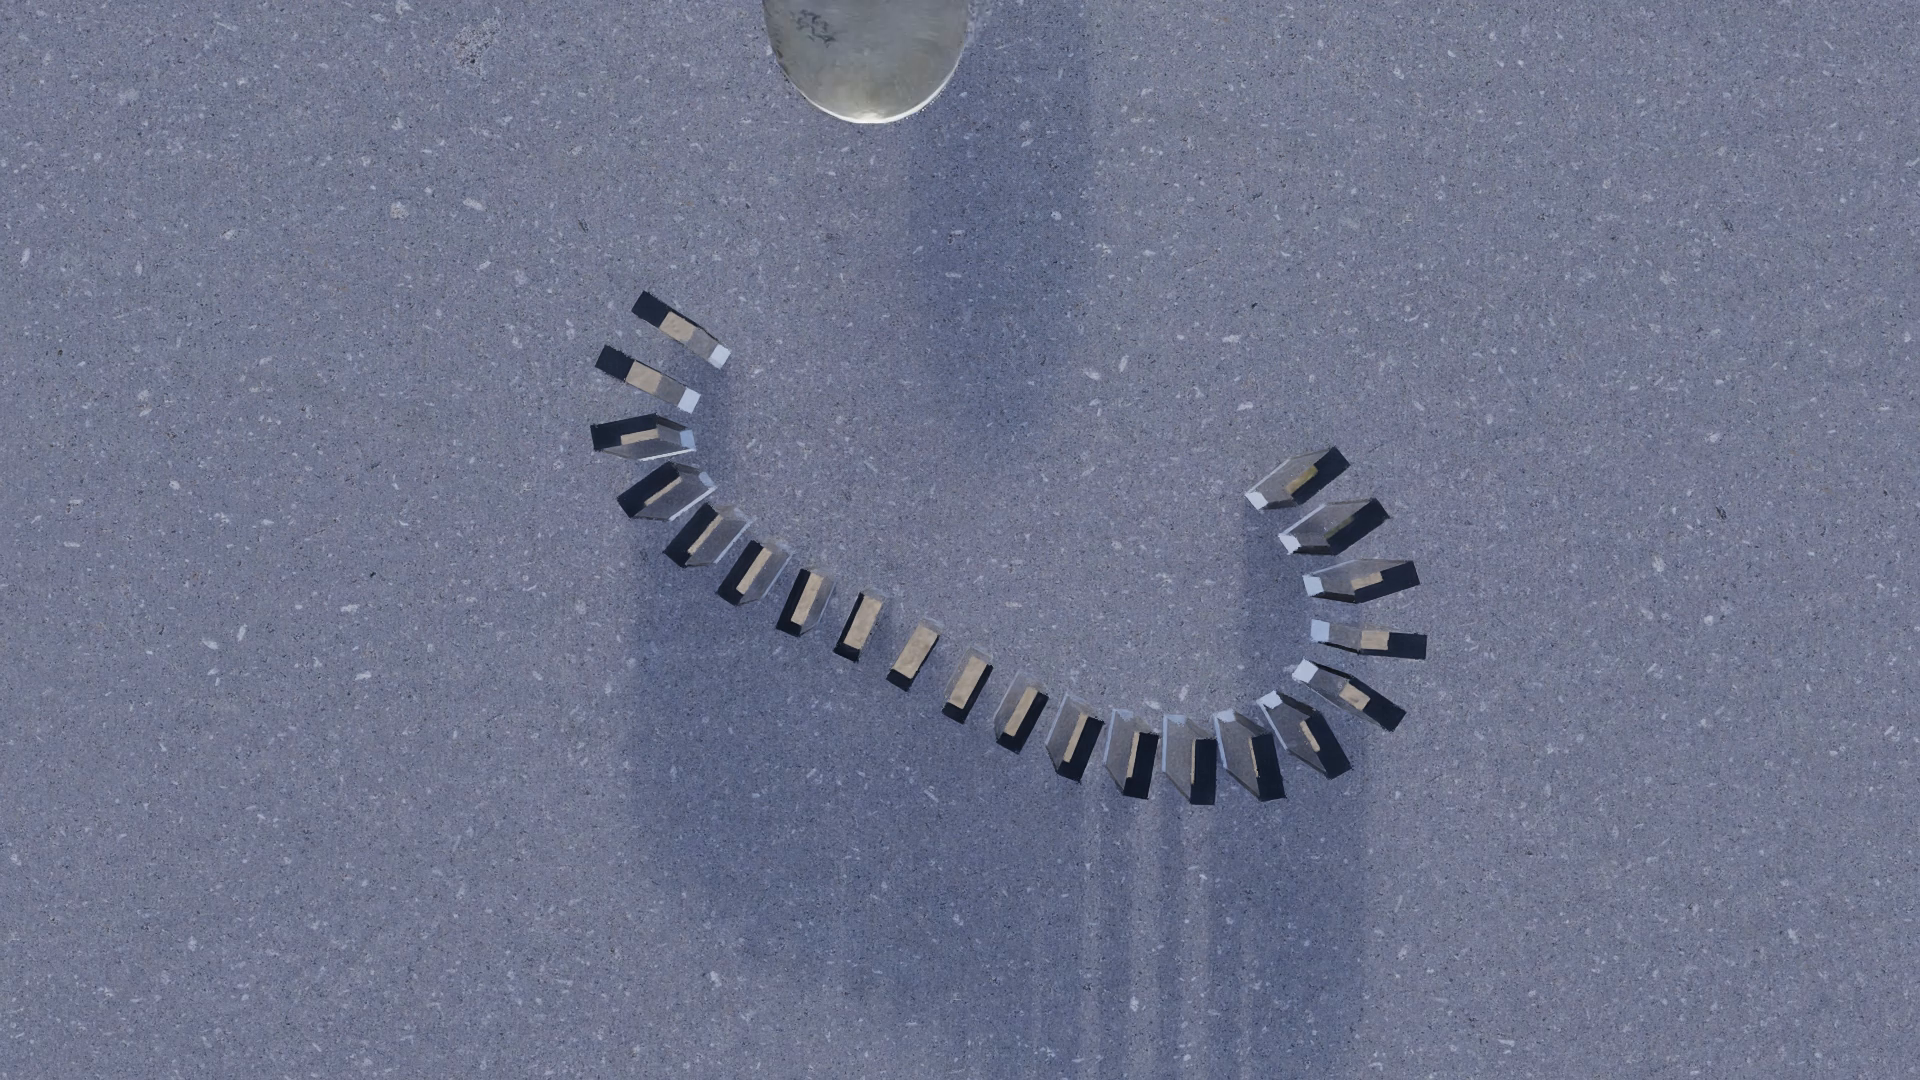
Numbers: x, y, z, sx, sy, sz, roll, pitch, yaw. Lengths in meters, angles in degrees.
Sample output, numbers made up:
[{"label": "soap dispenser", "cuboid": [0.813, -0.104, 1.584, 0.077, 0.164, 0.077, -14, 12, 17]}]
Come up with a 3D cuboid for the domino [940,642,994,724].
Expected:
[{"label": "domino", "cuboid": [0.003, 0.057, 0.375, 0.009, 0.050, 0.025, 29, 90, 0]}]

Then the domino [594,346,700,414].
[{"label": "domino", "cuboid": [-0.126, -0.065, 0.375, 0.025, 0.050, 0.009, 26, 90, 0]}]

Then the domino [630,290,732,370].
[{"label": "domino", "cuboid": [-0.113, -0.085, 0.375, 0.025, 0.050, 0.010, 32, 90, 0]}]

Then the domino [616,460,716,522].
[{"label": "domino", "cuboid": [-0.119, -0.019, 0.375, 0.025, 0.050, 0.009, -36, 90, 0]}]

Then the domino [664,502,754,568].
[{"label": "domino", "cuboid": [-0.102, -0.002, 0.375, 0.009, 0.050, 0.025, 40, 90, 0]}]

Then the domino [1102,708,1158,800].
[{"label": "domino", "cuboid": [0.069, 0.086, 0.375, 0.010, 0.050, 0.025, 10, 90, 0]}]

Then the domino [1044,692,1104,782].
[{"label": "domino", "cuboid": [0.046, 0.080, 0.375, 0.009, 0.050, 0.025, 22, 90, 0]}]

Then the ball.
[{"label": "ball", "cuboid": [-0.037, -0.207, 0.360, 0.080, 0.080, 0.080, 0, 90, 0]}]

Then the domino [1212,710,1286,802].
[{"label": "domino", "cuboid": [0.117, 0.087, 0.375, 0.010, 0.050, 0.025, -12, 90, 0]}]

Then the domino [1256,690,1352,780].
[{"label": "domino", "cuboid": [0.140, 0.079, 0.375, 0.010, 0.050, 0.025, -30, 90, 0]}]

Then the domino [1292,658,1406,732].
[{"label": "domino", "cuboid": [0.158, 0.063, 0.375, 0.025, 0.050, 0.010, 34, 90, 0]}]

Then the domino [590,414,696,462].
[{"label": "domino", "cuboid": [-0.128, -0.041, 0.375, 0.025, 0.050, 0.010, -11, 90, 0]}]

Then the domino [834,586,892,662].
[{"label": "domino", "cuboid": [-0.039, 0.033, 0.375, 0.009, 0.050, 0.025, 24, 90, 0]}]

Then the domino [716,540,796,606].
[{"label": "domino", "cuboid": [-0.083, 0.013, 0.375, 0.010, 0.050, 0.025, 34, 90, 0]}]

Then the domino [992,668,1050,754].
[{"label": "domino", "cuboid": [0.024, 0.069, 0.375, 0.009, 0.050, 0.025, 28, 90, 0]}]

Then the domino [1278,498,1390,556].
[{"label": "domino", "cuboid": [0.152, -0.005, 0.375, 0.025, 0.050, 0.009, -35, 90, 0]}]

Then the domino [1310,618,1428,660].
[{"label": "domino", "cuboid": [0.166, 0.040, 0.375, 0.025, 0.050, 0.010, 4, 90, 0]}]

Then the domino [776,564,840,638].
[{"label": "domino", "cuboid": [-0.061, 0.024, 0.375, 0.009, 0.050, 0.025, 23, 90, 0]}]

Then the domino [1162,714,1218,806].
[{"label": "domino", "cuboid": [0.093, 0.089, 0.375, 0.010, 0.050, 0.025, 2, 90, 0]}]

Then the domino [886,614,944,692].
[{"label": "domino", "cuboid": [-0.018, 0.045, 0.375, 0.010, 0.050, 0.025, 31, 90, 0]}]

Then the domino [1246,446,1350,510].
[{"label": "domino", "cuboid": [0.137, -0.024, 0.375, 0.025, 0.050, 0.009, -39, 90, 0]}]

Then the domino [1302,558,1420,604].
[{"label": "domino", "cuboid": [0.163, 0.016, 0.375, 0.025, 0.050, 0.010, -18, 90, 0]}]
